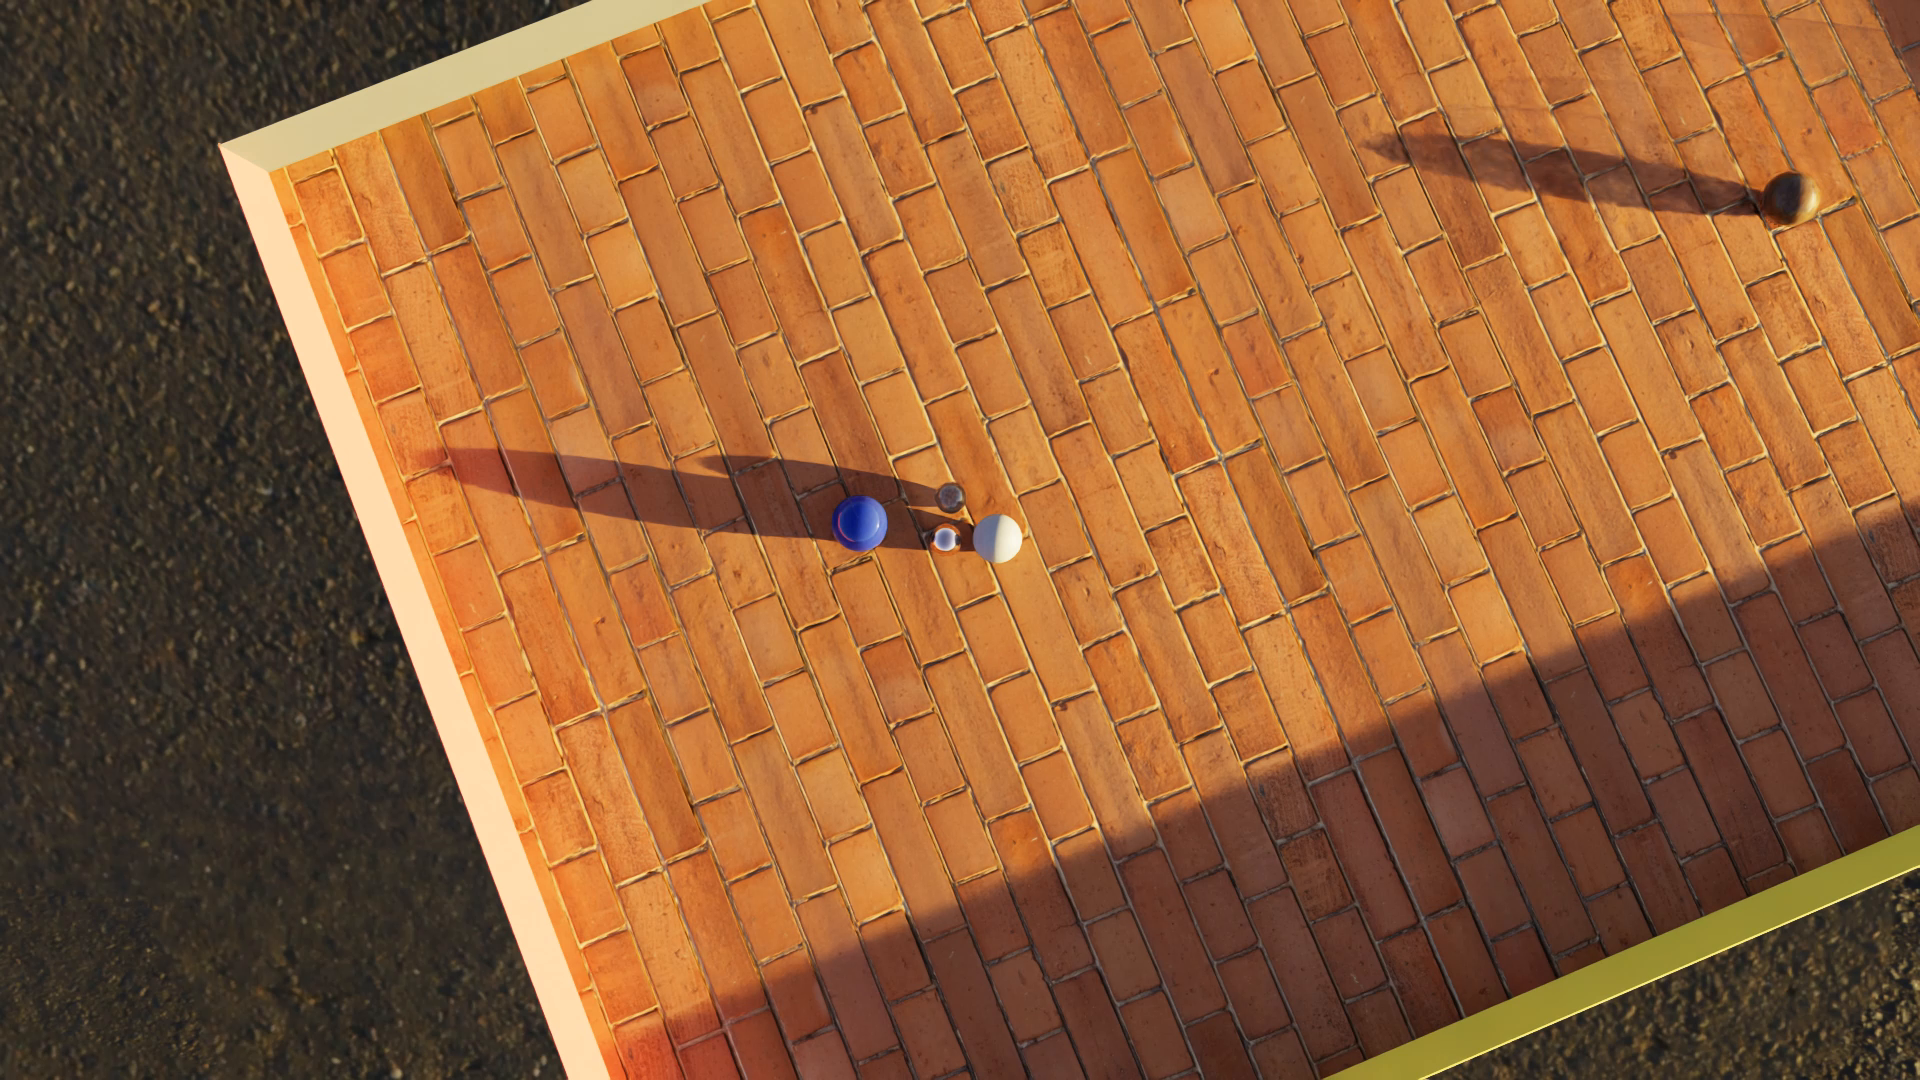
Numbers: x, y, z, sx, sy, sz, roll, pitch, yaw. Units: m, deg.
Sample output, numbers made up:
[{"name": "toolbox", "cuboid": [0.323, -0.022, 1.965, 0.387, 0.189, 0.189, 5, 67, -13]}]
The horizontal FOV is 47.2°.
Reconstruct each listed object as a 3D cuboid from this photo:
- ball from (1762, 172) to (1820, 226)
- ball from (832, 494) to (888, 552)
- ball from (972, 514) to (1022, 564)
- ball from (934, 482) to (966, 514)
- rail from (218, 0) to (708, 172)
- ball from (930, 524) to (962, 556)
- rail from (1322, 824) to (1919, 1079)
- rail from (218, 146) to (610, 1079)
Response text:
[{"name": "ball", "cuboid": [1.265, -0.520, 3.346, 0.083, 0.083, 0.083, 0, 81, 0]}, {"name": "ball", "cuboid": [-0.149, -0.025, 3.269, 0.085, 0.085, 0.085, 0, 81, 0]}, {"name": "ball", "cuboid": [0.055, -0.002, 3.271, 0.074, 0.074, 0.074, 0, 81, 0]}, {"name": "ball", "cuboid": [-0.014, -0.063, 3.293, 0.049, 0.049, 0.049, 0, 81, 0]}, {"name": "rail", "cuboid": [0.385, -1.166, 3.432, 3.216, 0.110, 0.045, -22, 82, -3]}, {"name": "ball", "cuboid": [-0.021, 0.001, 3.283, 0.049, 0.049, 0.049, 0, 81, 0]}, {"name": "rail", "cuboid": [1.102, 0.554, 3.165, 3.216, 0.110, 0.045, -22, 82, -3]}, {"name": "rail", "cuboid": [-0.722, 0.290, 3.206, 0.045, 0.110, 1.930, -22, 82, -3]}]
